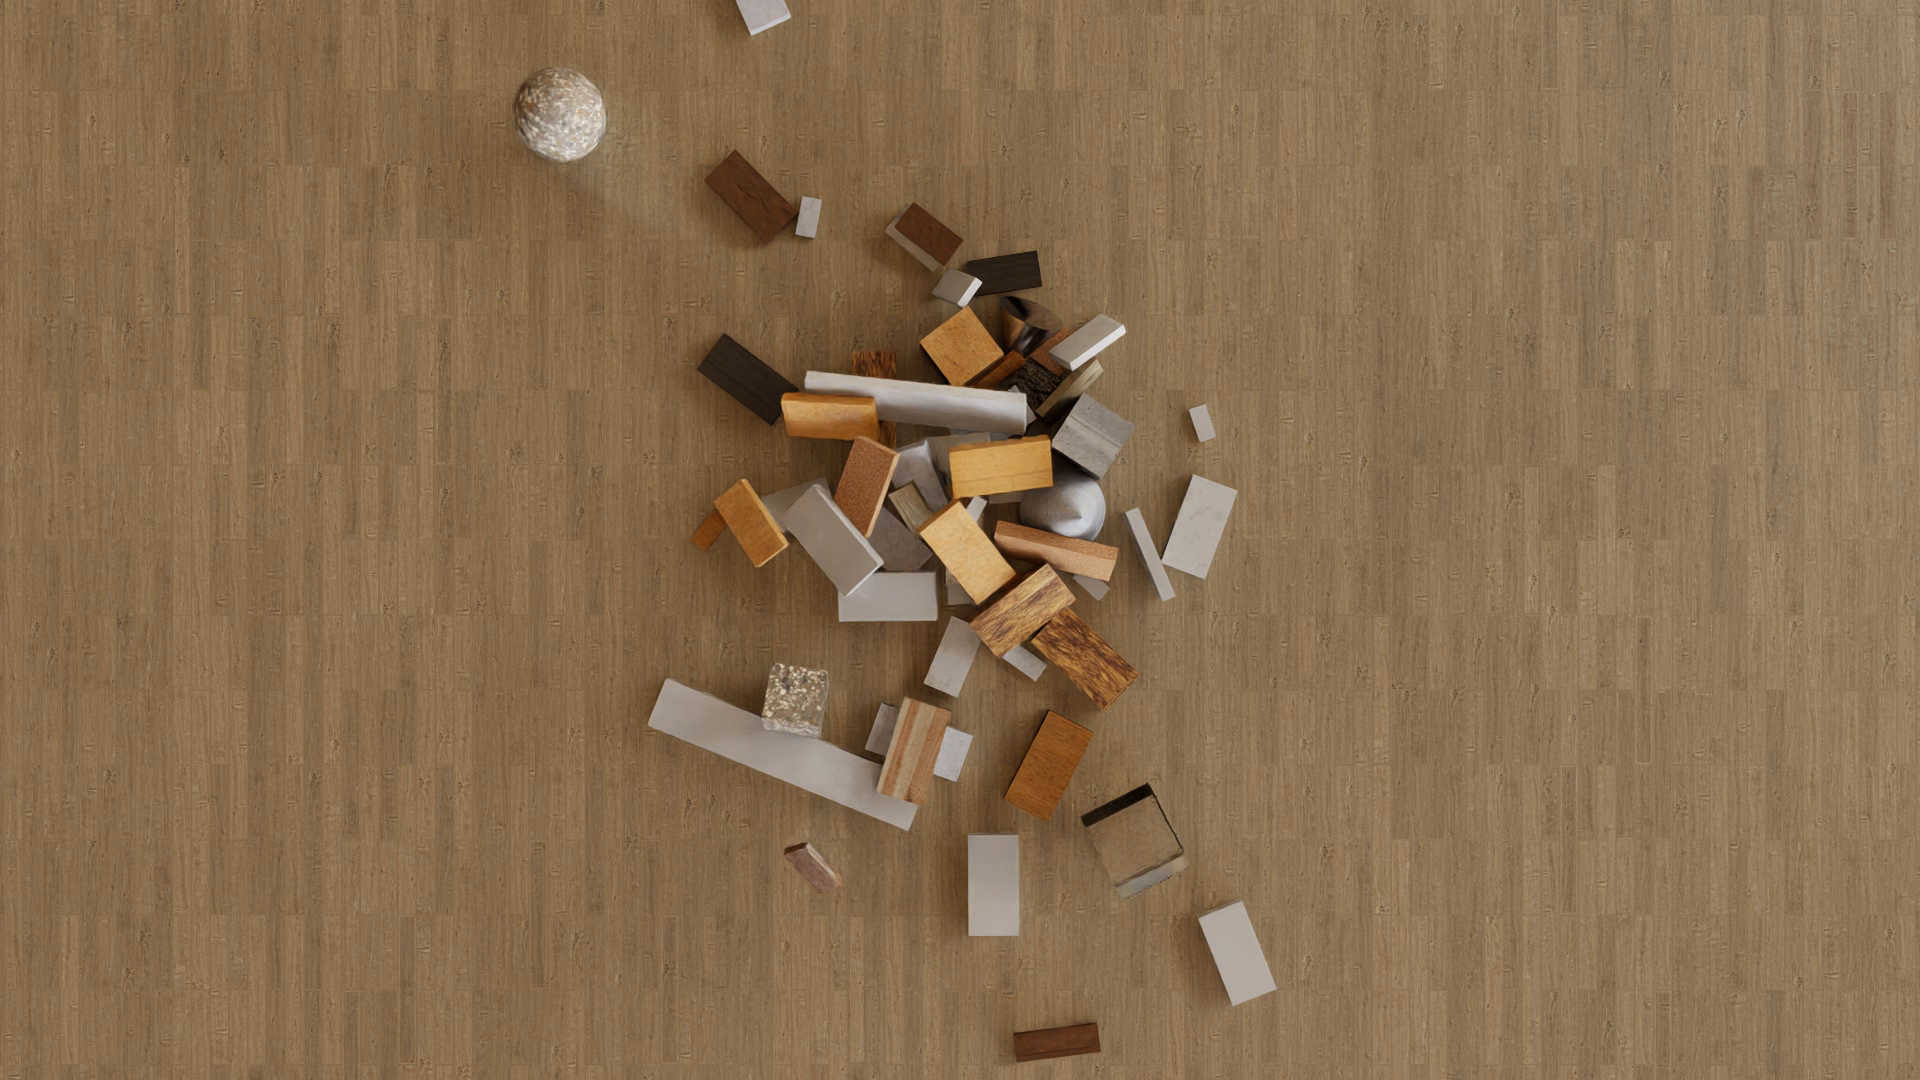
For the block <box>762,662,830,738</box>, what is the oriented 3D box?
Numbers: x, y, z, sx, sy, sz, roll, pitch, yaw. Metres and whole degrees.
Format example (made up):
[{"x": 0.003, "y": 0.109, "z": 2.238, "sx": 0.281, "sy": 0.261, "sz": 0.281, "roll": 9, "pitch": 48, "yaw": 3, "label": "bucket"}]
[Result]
[{"x": -0.535, "y": 0.524, "z": 5.384, "sx": 0.183, "sy": 0.183, "sz": 0.183, "roll": 9, "pitch": 72, "yaw": 0, "label": "block"}]

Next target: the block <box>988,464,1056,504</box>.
[{"x": 0.206, "y": -0.185, "z": 5.484, "sx": 0.228, "sy": 0.032, "sz": 0.114, "roll": -5, "pitch": 90, "yaw": 0, "label": "block"}]

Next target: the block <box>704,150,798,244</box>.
[{"x": -0.693, "y": -1.138, "z": 5.479, "sx": 0.146, "sy": 0.041, "sz": 0.293, "roll": -45, "pitch": 90, "yaw": 0, "label": "block"}]

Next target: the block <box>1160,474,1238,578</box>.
[{"x": 0.792, "y": -0.044, "z": 5.478, "sx": 0.156, "sy": 0.044, "sz": 0.312, "roll": 20, "pitch": 90, "yaw": 0, "label": "block"}]

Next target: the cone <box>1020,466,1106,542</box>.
[{"x": 0.363, "y": -0.083, "z": 5.331, "sx": 0.290, "sy": 0.290, "sz": 0.290, "roll": -1, "pitch": 96, "yaw": -8, "label": "cone"}]

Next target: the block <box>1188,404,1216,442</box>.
[{"x": 0.806, "y": -0.388, "z": 5.492, "sx": 0.058, "sy": 0.016, "sz": 0.115, "roll": -19, "pitch": 90, "yaw": 0, "label": "block"}]

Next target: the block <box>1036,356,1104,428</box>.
[{"x": 0.362, "y": -0.492, "z": 5.441, "sx": 0.262, "sy": 0.114, "sz": 0.032, "roll": -47, "pitch": 68, "yaw": 0, "label": "block"}]

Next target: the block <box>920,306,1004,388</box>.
[{"x": 0.005, "y": -0.619, "z": 5.402, "sx": 0.195, "sy": 0.195, "sz": 0.195, "roll": -37, "pitch": 90, "yaw": 0, "label": "block"}]

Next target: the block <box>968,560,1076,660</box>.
[{"x": 0.204, "y": 0.228, "z": 5.431, "sx": 0.326, "sy": 0.046, "sz": 0.163, "roll": -38, "pitch": 107, "yaw": 4, "label": "block"}]

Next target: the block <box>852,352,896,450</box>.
[{"x": -0.285, "y": -0.440, "z": 5.479, "sx": 0.146, "sy": 0.041, "sz": 0.370, "roll": 0, "pitch": 90, "yaw": 0, "label": "block"}]

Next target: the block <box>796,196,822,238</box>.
[{"x": -0.504, "y": -1.073, "z": 5.491, "sx": 0.065, "sy": 0.018, "sz": 0.130, "roll": 11, "pitch": 90, "yaw": 0, "label": "block"}]

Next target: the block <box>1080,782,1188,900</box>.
[{"x": 0.566, "y": 0.977, "z": 5.336, "sx": 0.245, "sy": 0.245, "sz": 0.245, "roll": -26, "pitch": 64, "yaw": 0, "label": "block"}]

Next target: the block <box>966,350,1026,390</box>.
[{"x": 0.113, "y": -0.543, "z": 5.437, "sx": 0.217, "sy": 0.065, "sz": 0.018, "roll": -36, "pitch": 53, "yaw": 18, "label": "block"}]

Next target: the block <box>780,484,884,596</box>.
[{"x": -0.418, "y": 0.000, "z": 5.387, "sx": 0.169, "sy": 0.048, "sz": 0.338, "roll": -43, "pitch": 82, "yaw": 23, "label": "block"}]

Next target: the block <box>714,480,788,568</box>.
[{"x": -0.691, "y": -0.056, "z": 5.448, "sx": 0.131, "sy": 0.037, "sz": 0.262, "roll": -36, "pitch": 84, "yaw": 20, "label": "block"}]

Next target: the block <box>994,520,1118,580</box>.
[{"x": 0.308, "y": 0.036, "z": 5.405, "sx": 0.400, "sy": 0.169, "sz": 0.048, "roll": 13, "pitch": 66, "yaw": 2, "label": "block"}]

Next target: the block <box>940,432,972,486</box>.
[{"x": -0.076, "y": -0.238, "z": 5.432, "sx": 0.300, "sy": 0.037, "sz": 0.131, "roll": -22, "pitch": 93, "yaw": 14, "label": "block"}]

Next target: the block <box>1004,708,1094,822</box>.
[{"x": 0.293, "y": 0.749, "z": 5.476, "sx": 0.166, "sy": 0.047, "sz": 0.333, "roll": 27, "pitch": 90, "yaw": 0, "label": "block"}]

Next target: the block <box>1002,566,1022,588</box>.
[{"x": 0.145, "y": 0.111, "z": 5.473, "sx": 0.135, "sy": 0.019, "sz": 0.067, "roll": 40, "pitch": 90, "yaw": -15, "label": "block"}]

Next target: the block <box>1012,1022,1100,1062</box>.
[{"x": 0.322, "y": 1.671, "z": 5.487, "sx": 0.282, "sy": 0.026, "sz": 0.092, "roll": -7, "pitch": 90, "yaw": 0, "label": "block"}]

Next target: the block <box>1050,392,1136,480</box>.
[{"x": 0.427, "y": -0.337, "z": 5.400, "sx": 0.201, "sy": 0.201, "sz": 0.201, "roll": 33, "pitch": 90, "yaw": 0, "label": "block"}]

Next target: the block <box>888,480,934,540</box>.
[{"x": -0.148, "y": -0.096, "z": 5.398, "sx": 0.092, "sy": 0.026, "sz": 0.184, "roll": -24, "pitch": 111, "yaw": 21, "label": "block"}]

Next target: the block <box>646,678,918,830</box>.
[{"x": -0.572, "y": 0.710, "z": 5.476, "sx": 0.932, "sy": 0.047, "sz": 0.167, "roll": 22, "pitch": 90, "yaw": 0, "label": "block"}]

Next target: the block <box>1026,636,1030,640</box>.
[{"x": 0.188, "y": 0.266, "z": 5.490, "sx": 0.135, "sy": 0.019, "sz": 0.067, "roll": 39, "pitch": 90, "yaw": 0, "label": "block"}]

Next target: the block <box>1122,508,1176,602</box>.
[{"x": 0.617, "y": 0.047, "z": 5.422, "sx": 0.044, "sy": 0.156, "sz": 0.312, "roll": -23, "pitch": 90, "yaw": 0, "label": "block"}]

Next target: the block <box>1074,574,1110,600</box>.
[{"x": 0.437, "y": 0.143, "z": 5.492, "sx": 0.115, "sy": 0.016, "sz": 0.058, "roll": 42, "pitch": 90, "yaw": 0, "label": "block"}]

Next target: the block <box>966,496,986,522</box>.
[{"x": 0.020, "y": -0.054, "z": 5.363, "sx": 0.050, "sy": 0.014, "sz": 0.191, "roll": 26, "pitch": 99, "yaw": -20, "label": "block"}]

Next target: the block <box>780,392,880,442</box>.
[{"x": -0.423, "y": -0.403, "z": 5.401, "sx": 0.306, "sy": 0.153, "sz": 0.043, "roll": 4, "pitch": 45, "yaw": 11, "label": "block"}]

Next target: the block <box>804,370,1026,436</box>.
[{"x": -0.143, "y": -0.444, "z": 5.355, "sx": 0.717, "sy": 0.153, "sz": 0.043, "roll": 7, "pitch": 52, "yaw": 8, "label": "block"}]

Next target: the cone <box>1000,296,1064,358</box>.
[{"x": 0.194, "y": -0.648, "z": 5.448, "sx": 0.231, "sy": 0.231, "sz": 0.231, "roll": 24, "pitch": 117, "yaw": 0, "label": "cone"}]

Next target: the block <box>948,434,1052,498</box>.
[{"x": 0.131, "y": -0.237, "z": 5.318, "sx": 0.326, "sy": 0.046, "sz": 0.163, "roll": -7, "pitch": 118, "yaw": -4, "label": "block"}]
